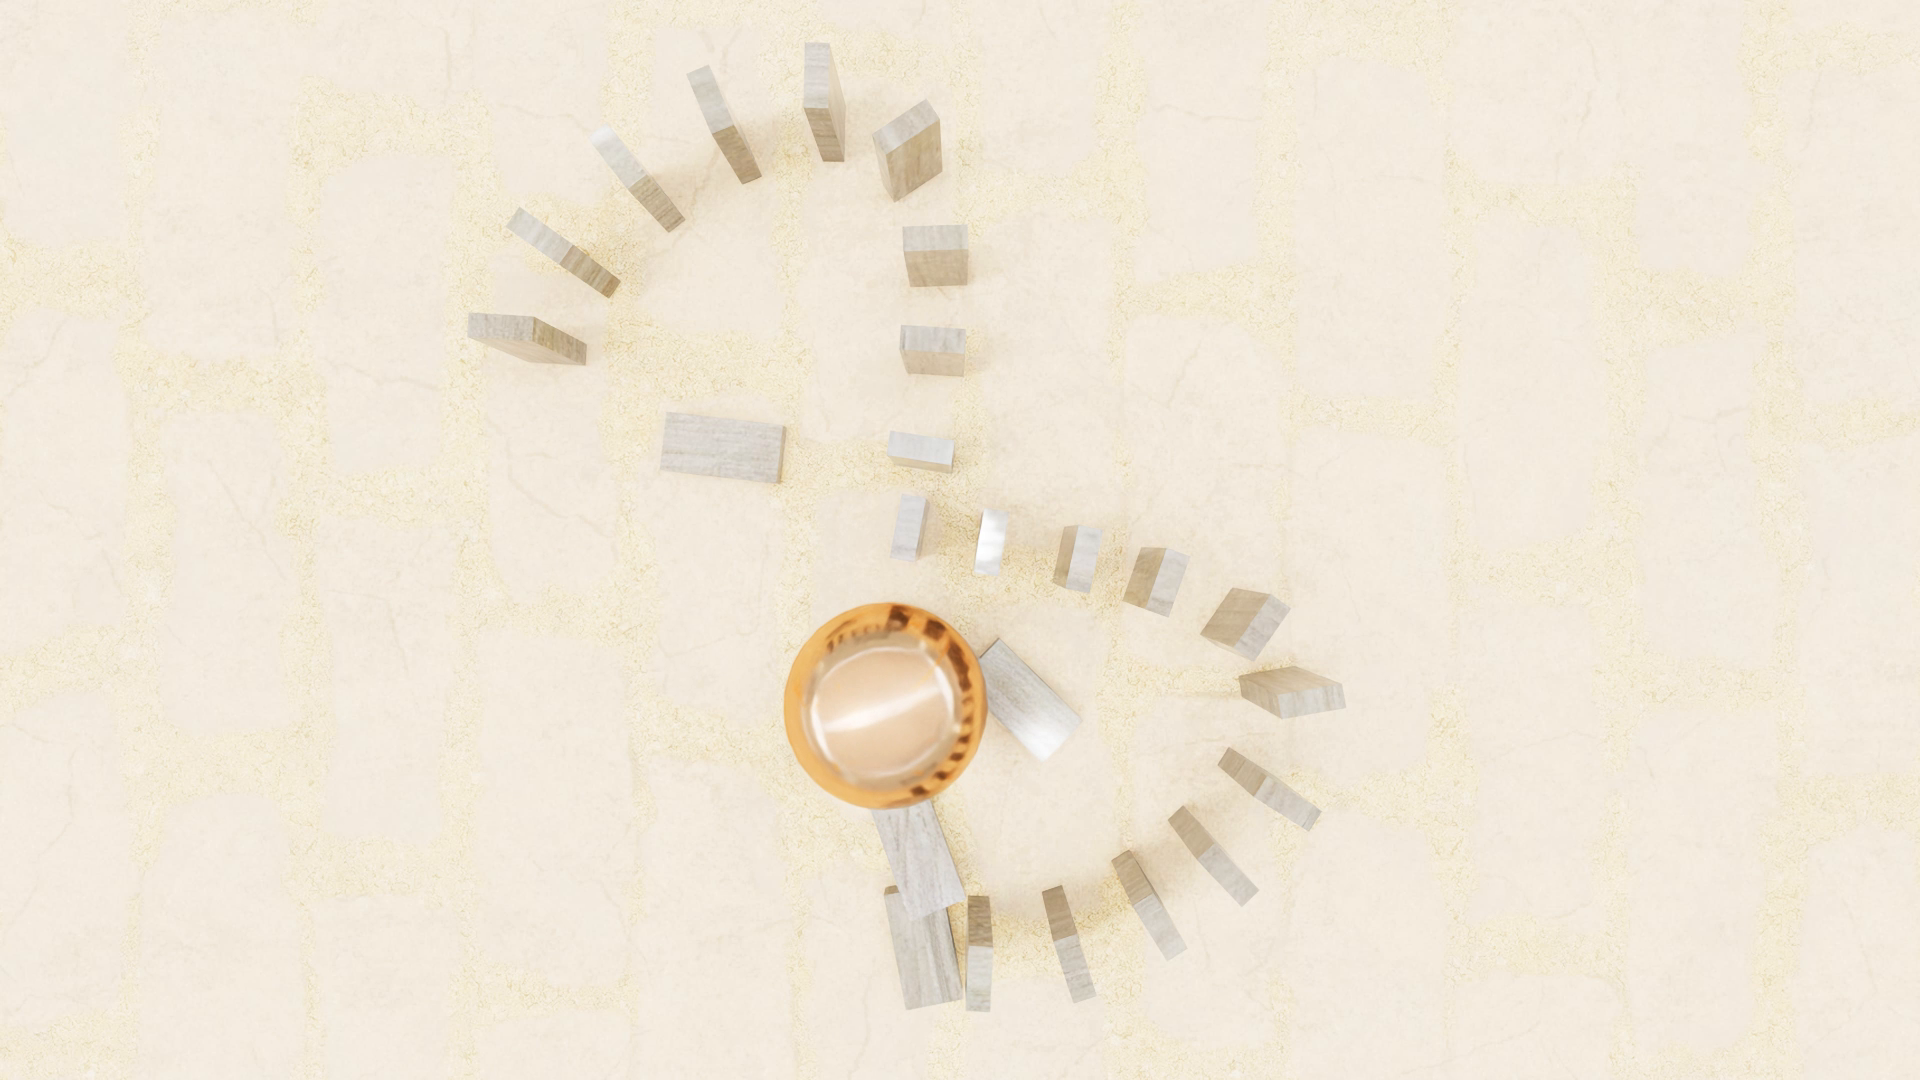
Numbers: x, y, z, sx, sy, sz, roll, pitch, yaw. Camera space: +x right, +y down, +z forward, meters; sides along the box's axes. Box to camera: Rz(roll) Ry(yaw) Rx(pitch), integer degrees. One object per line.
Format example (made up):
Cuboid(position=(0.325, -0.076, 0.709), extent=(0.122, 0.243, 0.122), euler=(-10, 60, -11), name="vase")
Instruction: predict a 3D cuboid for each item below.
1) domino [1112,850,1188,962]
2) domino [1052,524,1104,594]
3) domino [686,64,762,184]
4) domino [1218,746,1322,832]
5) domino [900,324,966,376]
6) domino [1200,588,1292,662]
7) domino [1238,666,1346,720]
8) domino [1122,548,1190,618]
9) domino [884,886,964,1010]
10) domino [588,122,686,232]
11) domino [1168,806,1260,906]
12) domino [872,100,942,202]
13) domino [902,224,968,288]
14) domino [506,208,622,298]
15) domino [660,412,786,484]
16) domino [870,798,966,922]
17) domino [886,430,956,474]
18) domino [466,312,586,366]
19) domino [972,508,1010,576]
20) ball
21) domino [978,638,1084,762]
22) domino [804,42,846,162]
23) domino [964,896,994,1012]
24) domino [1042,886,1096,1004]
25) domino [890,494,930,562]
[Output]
Cuboid(position=(0.077, 0.148, 0.375), extent=(0.010, 0.050, 0.025), euler=(-32, 90, 0), name="domino")
Cuboid(position=(0.047, 0.007, 0.375), extent=(0.009, 0.050, 0.025), euler=(12, 90, 0), name="domino")
Cuboid(position=(-0.096, -0.168, 0.375), extent=(0.009, 0.050, 0.025), euler=(-23, 90, 0), name="domino")
Cuboid(position=(0.125, 0.101, 0.375), extent=(0.025, 0.050, 0.010), euler=(32, 90, 0), name="domino")
Cuboid(position=(-0.010, -0.077, 0.375), extent=(0.025, 0.050, 0.010), euler=(4, 90, 0), name="domino")
Cuboid(position=(0.116, 0.034, 0.375), extent=(0.009, 0.050, 0.025), euler=(35, 90, 0), name="domino")
Cuboid(position=(0.135, 0.062, 0.375), extent=(0.025, 0.050, 0.010), euler=(-10, 90, 0), name="domino")
Cuboid(position=(0.079, 0.016, 0.375), extent=(0.009, 0.050, 0.025), euler=(20, 90, 0), name="domino")
Cuboid(position=(-0.016, 0.174, 0.395), extent=(0.025, 0.009, 0.050), euler=(-11, 90, 0), name="domino")
Cuboid(position=(-0.131, -0.147, 0.375), extent=(0.009, 0.050, 0.025), euler=(-38, 90, 0), name="domino")
Cuboid(position=(0.102, 0.128, 0.375), extent=(0.009, 0.050, 0.025), euler=(-43, 90, 0), name="domino")
Cuboid(position=(-0.021, -0.158, 0.375), extent=(0.025, 0.050, 0.009), euler=(-33, 90, 0), name="domino")
Cuboid(position=(-0.009, -0.115, 0.375), extent=(0.025, 0.050, 0.010), euler=(-2, 90, 0), name="domino")
Cuboid(position=(-0.161, -0.116, 0.375), extent=(0.025, 0.050, 0.010), euler=(35, 90, 0), name="domino")
Cuboid(position=(-0.102, -0.039, 0.395), extent=(0.050, 0.009, 0.025), euler=(7, 90, 0), name="domino")
Cuboid(position=(-0.018, 0.132, 0.389), extent=(0.025, 0.009, 0.050), euler=(-21, 77, -2), name="domino")
Cuboid(position=(-0.015, -0.035, 0.375), extent=(0.025, 0.050, 0.010), euler=(9, 90, 0), name="domino")
Cuboid(position=(-0.176, -0.082, 0.375), extent=(0.025, 0.050, 0.009), euler=(4, 90, 0), name="domino")
Cuboid(position=(0.012, 0.001, 0.375), extent=(0.009, 0.050, 0.025), euler=(9, 90, 0), name="domino")
Cuboid(position=(-0.029, 0.065, 0.360), extent=(0.080, 0.080, 0.080), euler=(0, 90, 0), name="ball")
Cuboid(position=(0.026, 0.069, 0.395), extent=(0.050, 0.010, 0.025), euler=(44, 90, 0), name="domino")
Cuboid(position=(-0.055, -0.178, 0.375), extent=(0.010, 0.050, 0.025), euler=(1, 90, 0), name="domino")
Cuboid(position=(0.007, 0.168, 0.375), extent=(0.009, 0.050, 0.025), euler=(3, 90, 0), name="domino")
Cuboid(position=(0.044, 0.164, 0.375), extent=(0.009, 0.050, 0.025), euler=(-18, 90, 0), name="domino")
Cuboid(position=(-0.020, -0.005, 0.375), extent=(0.009, 0.050, 0.025), euler=(11, 90, 0), name="domino")
